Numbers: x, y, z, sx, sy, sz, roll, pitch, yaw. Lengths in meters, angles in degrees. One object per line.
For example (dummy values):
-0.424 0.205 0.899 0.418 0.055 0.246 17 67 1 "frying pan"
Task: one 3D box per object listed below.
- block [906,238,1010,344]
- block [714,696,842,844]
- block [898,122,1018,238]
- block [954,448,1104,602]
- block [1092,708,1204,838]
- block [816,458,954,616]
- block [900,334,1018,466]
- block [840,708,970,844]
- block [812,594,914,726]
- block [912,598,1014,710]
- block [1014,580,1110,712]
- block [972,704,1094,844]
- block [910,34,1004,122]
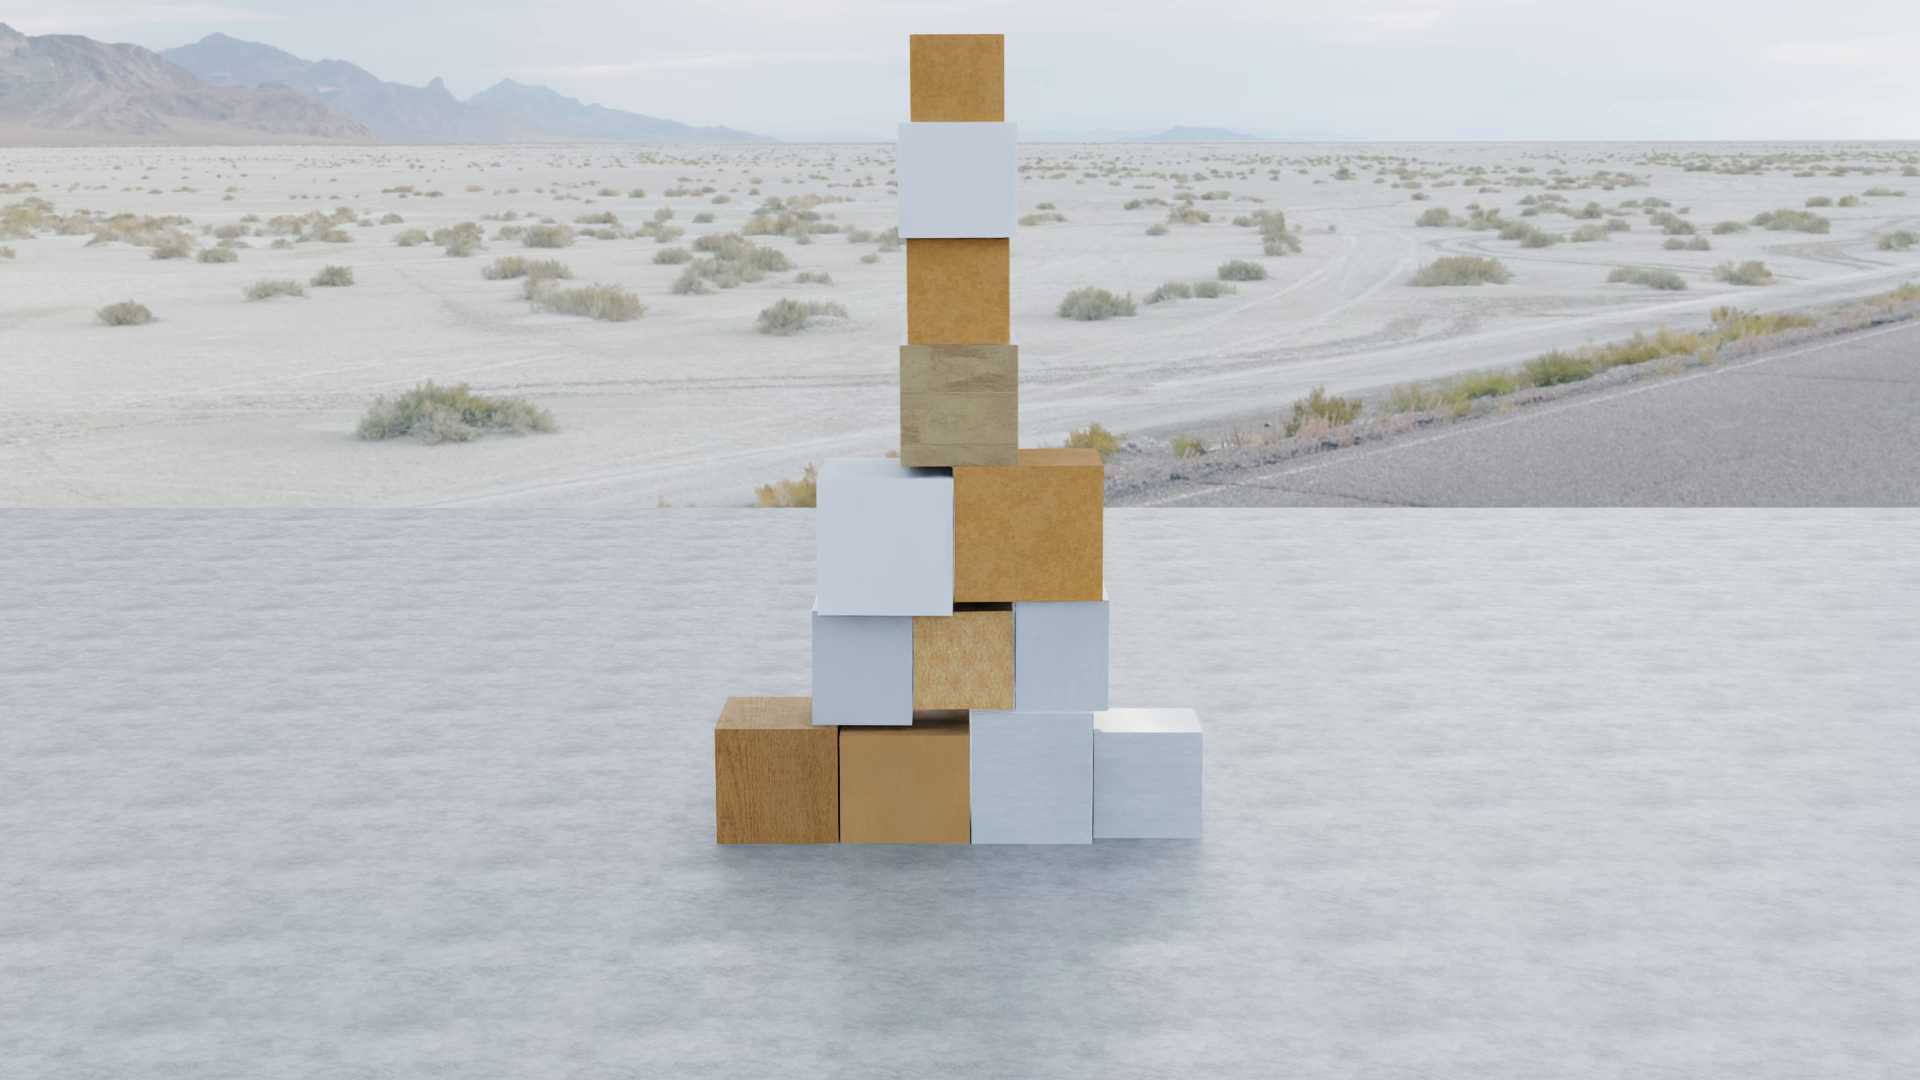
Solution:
-0.008 -1.260 10.966 0.501 0.517 0.477 0 10 0 "block"
-0.922 1.183 11.388 0.615 0.598 0.656 0 10 0 "block"
-0.011 -1.781 10.855 0.574 0.549 0.570 0 10 0 "block"
0.338 -0.084 11.160 0.737 0.679 0.623 0 10 0 "block"
0.954 1.203 11.394 0.551 0.557 0.475 0 10 0 "block"
-0.369 -0.026 11.166 0.669 0.687 0.693 0 10 0 "block"
-0.005 -0.709 11.045 0.576 0.595 0.612 0 10 0 "block"
-0.278 1.200 11.391 0.654 0.563 0.641 0 10 0 "block"
-0.491 0.598 11.296 0.503 0.588 0.520 0 10 0 "block"
0.016 0.560 11.302 0.501 0.502 0.513 -1 10 0 "block"
0.512 0.531 11.271 0.465 0.570 0.550 0 10 0 "block"
0.364 1.140 11.402 0.609 0.677 0.701 0 10 0 "block"
-0.013 -2.254 10.763 0.453 0.414 0.424 0 10 0 "block"
